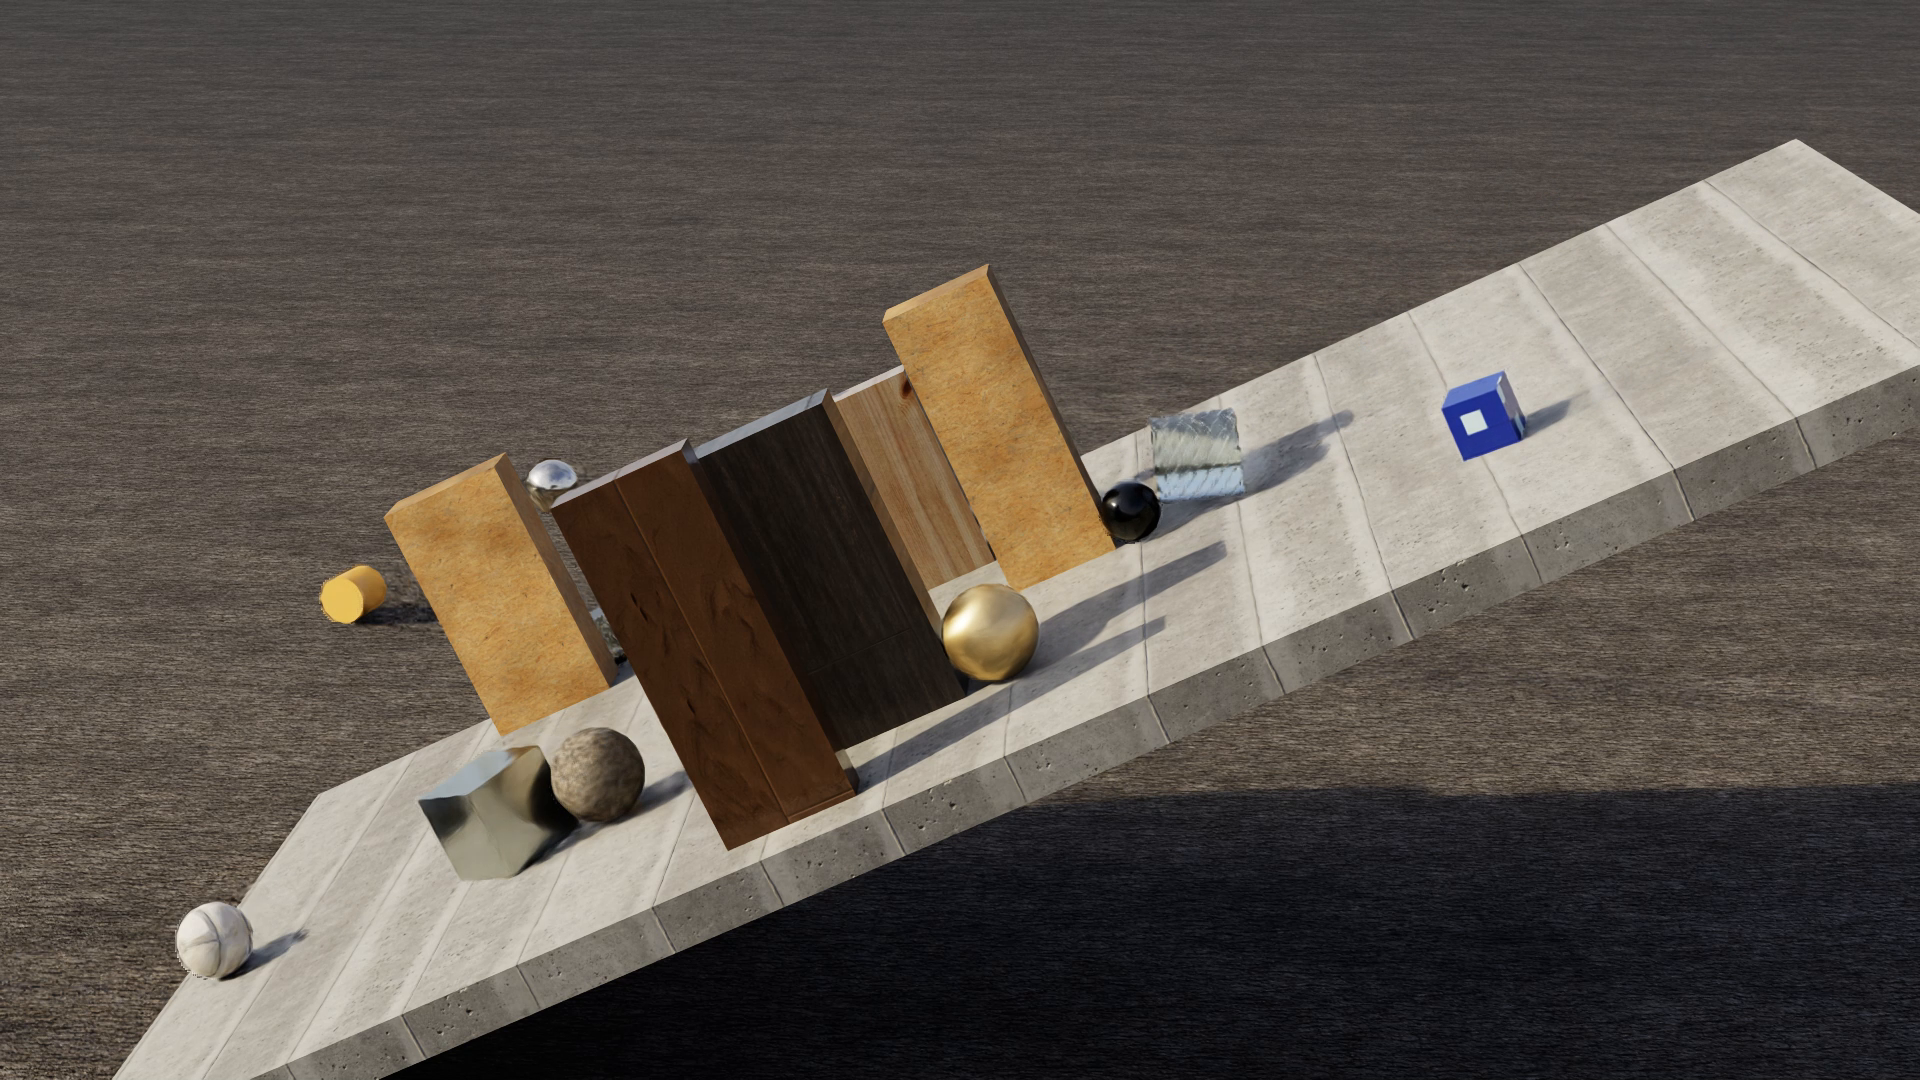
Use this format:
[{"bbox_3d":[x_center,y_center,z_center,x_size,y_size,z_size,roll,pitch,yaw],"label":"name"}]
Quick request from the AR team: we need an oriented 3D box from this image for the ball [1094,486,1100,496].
[{"bbox_3d":[0.245,-0.078,6.510,0.136,0.136,0.136,0,16,0],"label":"ball"}]

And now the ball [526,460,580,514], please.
[{"bbox_3d":[-1.459,-0.191,10.523,0.193,0.193,0.193,0,16,0],"label":"ball"}]

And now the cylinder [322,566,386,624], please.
[{"bbox_3d":[-1.917,0.172,9.305,0.148,0.148,0.148,5,17,17],"label":"cylinder"}]

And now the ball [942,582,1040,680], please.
[{"bbox_3d":[0.059,0.179,5.746,0.190,0.190,0.190,0,16,0],"label":"ball"}]

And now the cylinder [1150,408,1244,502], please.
[{"bbox_3d":[0.502,-0.179,6.220,0.180,0.180,0.180,-7,15,5],"label":"cylinder"}]

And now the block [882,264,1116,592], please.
[{"bbox_3d":[0.088,-0.236,6.277,0.241,0.652,0.134,-24,13,9],"label":"block"}]

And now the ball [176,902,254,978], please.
[{"bbox_3d":[-1.597,0.857,6.306,0.161,0.161,0.161,0,16,0],"label":"ball"}]

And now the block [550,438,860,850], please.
[{"bbox_3d":[-0.469,0.199,5.465,0.269,0.732,0.089,-24,13,9],"label":"block"}]

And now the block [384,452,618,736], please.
[{"bbox_3d":[-1.118,0.134,7.201,0.303,0.614,0.145,-24,13,9],"label":"block"}]

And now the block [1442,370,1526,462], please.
[{"bbox_3d":[1.021,-0.242,5.729,0.115,0.115,0.115,-20,14,24],"label":"block"}]

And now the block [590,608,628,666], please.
[{"bbox_3d":[-0.926,0.262,7.414,0.130,0.130,0.130,-27,13,-4],"label":"block"}]

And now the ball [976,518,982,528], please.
[{"bbox_3d":[0.128,-0.086,6.627,0.196,0.196,0.196,0,16,0],"label":"ball"}]

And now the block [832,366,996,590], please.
[{"bbox_3d":[-0.163,-0.112,6.648,0.315,0.482,0.085,-24,13,9],"label":"block"}]

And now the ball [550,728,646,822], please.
[{"bbox_3d":[-0.747,0.484,6.071,0.195,0.195,0.195,0,16,0],"label":"ball"}]

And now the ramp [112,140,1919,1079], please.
[{"bbox_3d":[0.135,0.169,6.282,4.000,0.100,2.000,-24,13,9],"label":"ramp"}]

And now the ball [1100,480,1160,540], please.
[{"bbox_3d":[0.361,-0.062,6.233,0.128,0.128,0.128,0,16,0],"label":"ball"}]

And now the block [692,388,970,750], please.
[{"bbox_3d":[-0.267,0.069,5.770,0.319,0.649,0.132,-24,13,9],"label":"block"}]

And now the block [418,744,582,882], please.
[{"bbox_3d":[-0.959,0.570,6.128,0.200,0.200,0.200,-11,20,49],"label":"block"}]
